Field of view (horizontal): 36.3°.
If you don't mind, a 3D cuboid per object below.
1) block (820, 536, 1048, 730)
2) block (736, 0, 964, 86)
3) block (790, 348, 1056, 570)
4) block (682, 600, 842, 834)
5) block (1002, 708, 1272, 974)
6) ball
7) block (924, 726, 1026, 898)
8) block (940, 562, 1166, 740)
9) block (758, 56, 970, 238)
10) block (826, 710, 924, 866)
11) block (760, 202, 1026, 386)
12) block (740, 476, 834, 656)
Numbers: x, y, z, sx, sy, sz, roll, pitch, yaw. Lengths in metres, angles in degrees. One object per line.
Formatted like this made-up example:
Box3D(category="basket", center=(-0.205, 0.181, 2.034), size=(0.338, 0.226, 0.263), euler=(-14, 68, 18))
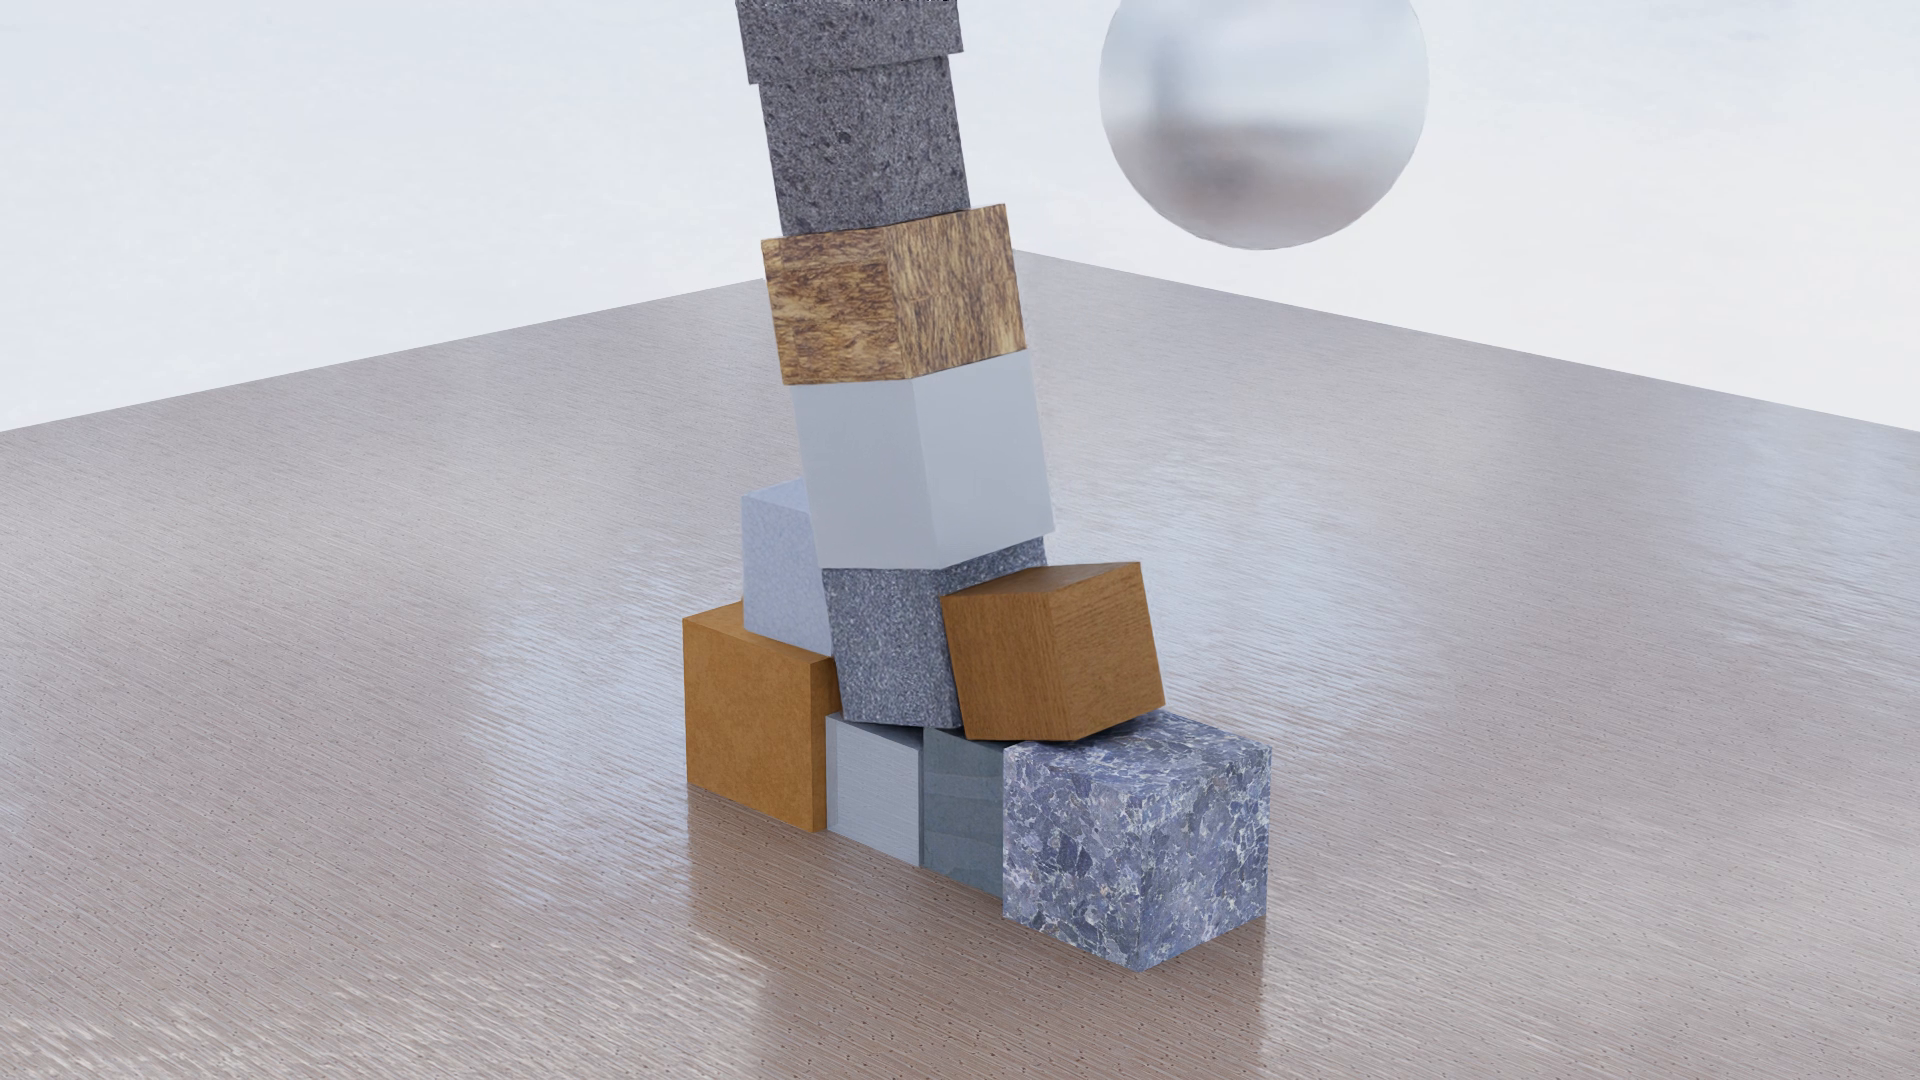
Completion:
Box3D(category="block", center=(-0.078, 0.405, 13.615), size=(0.722, 0.739, 0.748), euler=(1, 13, 45))
Box3D(category="block", center=(-0.509, -2.423, 13.091), size=(0.690, 0.638, 0.696), euler=(-1, 12, 39))
Box3D(category="block", center=(-0.168, -0.372, 13.454), size=(0.771, 0.855, 0.790), euler=(0, 12, 43))
Box3D(category="block", center=(-0.740, 0.801, 14.371), size=(0.809, 0.854, 0.926), euler=(-17, 24, -42))
Box3D(category="block", center=(0.777, 1.287, 12.919), size=(0.850, 0.797, 0.808), euler=(-17, 24, -42))
Box3D(category="ball", center=(1.467, -2.203, 14.187), size=(1.600, 1.600, 1.600), euler=(0, 17, 0))
Box3D(category="block", center=(0.293, 1.171, 13.452), size=(0.633, 0.700, 0.664), euler=(16, 24, 42))
Box3D(category="block", center=(0.414, 0.496, 13.083), size=(0.605, 0.659, 0.677), euler=(-17, 9, -43))
Box3D(category="block", center=(-0.426, -1.770, 13.187), size=(0.592, 0.691, 0.631), euler=(-1, 12, 40))
Box3D(category="block", center=(-0.184, 1.100, 13.884), size=(0.647, 0.576, 0.625), euler=(-17, 24, -42))
Box3D(category="block", center=(-0.301, -1.118, 13.356), size=(0.787, 0.672, 0.806), euler=(0, 13, 44))
Box3D(category="block", center=(-0.625, 0.100, 14.043), size=(0.577, 0.679, 0.597), euler=(15, 23, 39))
